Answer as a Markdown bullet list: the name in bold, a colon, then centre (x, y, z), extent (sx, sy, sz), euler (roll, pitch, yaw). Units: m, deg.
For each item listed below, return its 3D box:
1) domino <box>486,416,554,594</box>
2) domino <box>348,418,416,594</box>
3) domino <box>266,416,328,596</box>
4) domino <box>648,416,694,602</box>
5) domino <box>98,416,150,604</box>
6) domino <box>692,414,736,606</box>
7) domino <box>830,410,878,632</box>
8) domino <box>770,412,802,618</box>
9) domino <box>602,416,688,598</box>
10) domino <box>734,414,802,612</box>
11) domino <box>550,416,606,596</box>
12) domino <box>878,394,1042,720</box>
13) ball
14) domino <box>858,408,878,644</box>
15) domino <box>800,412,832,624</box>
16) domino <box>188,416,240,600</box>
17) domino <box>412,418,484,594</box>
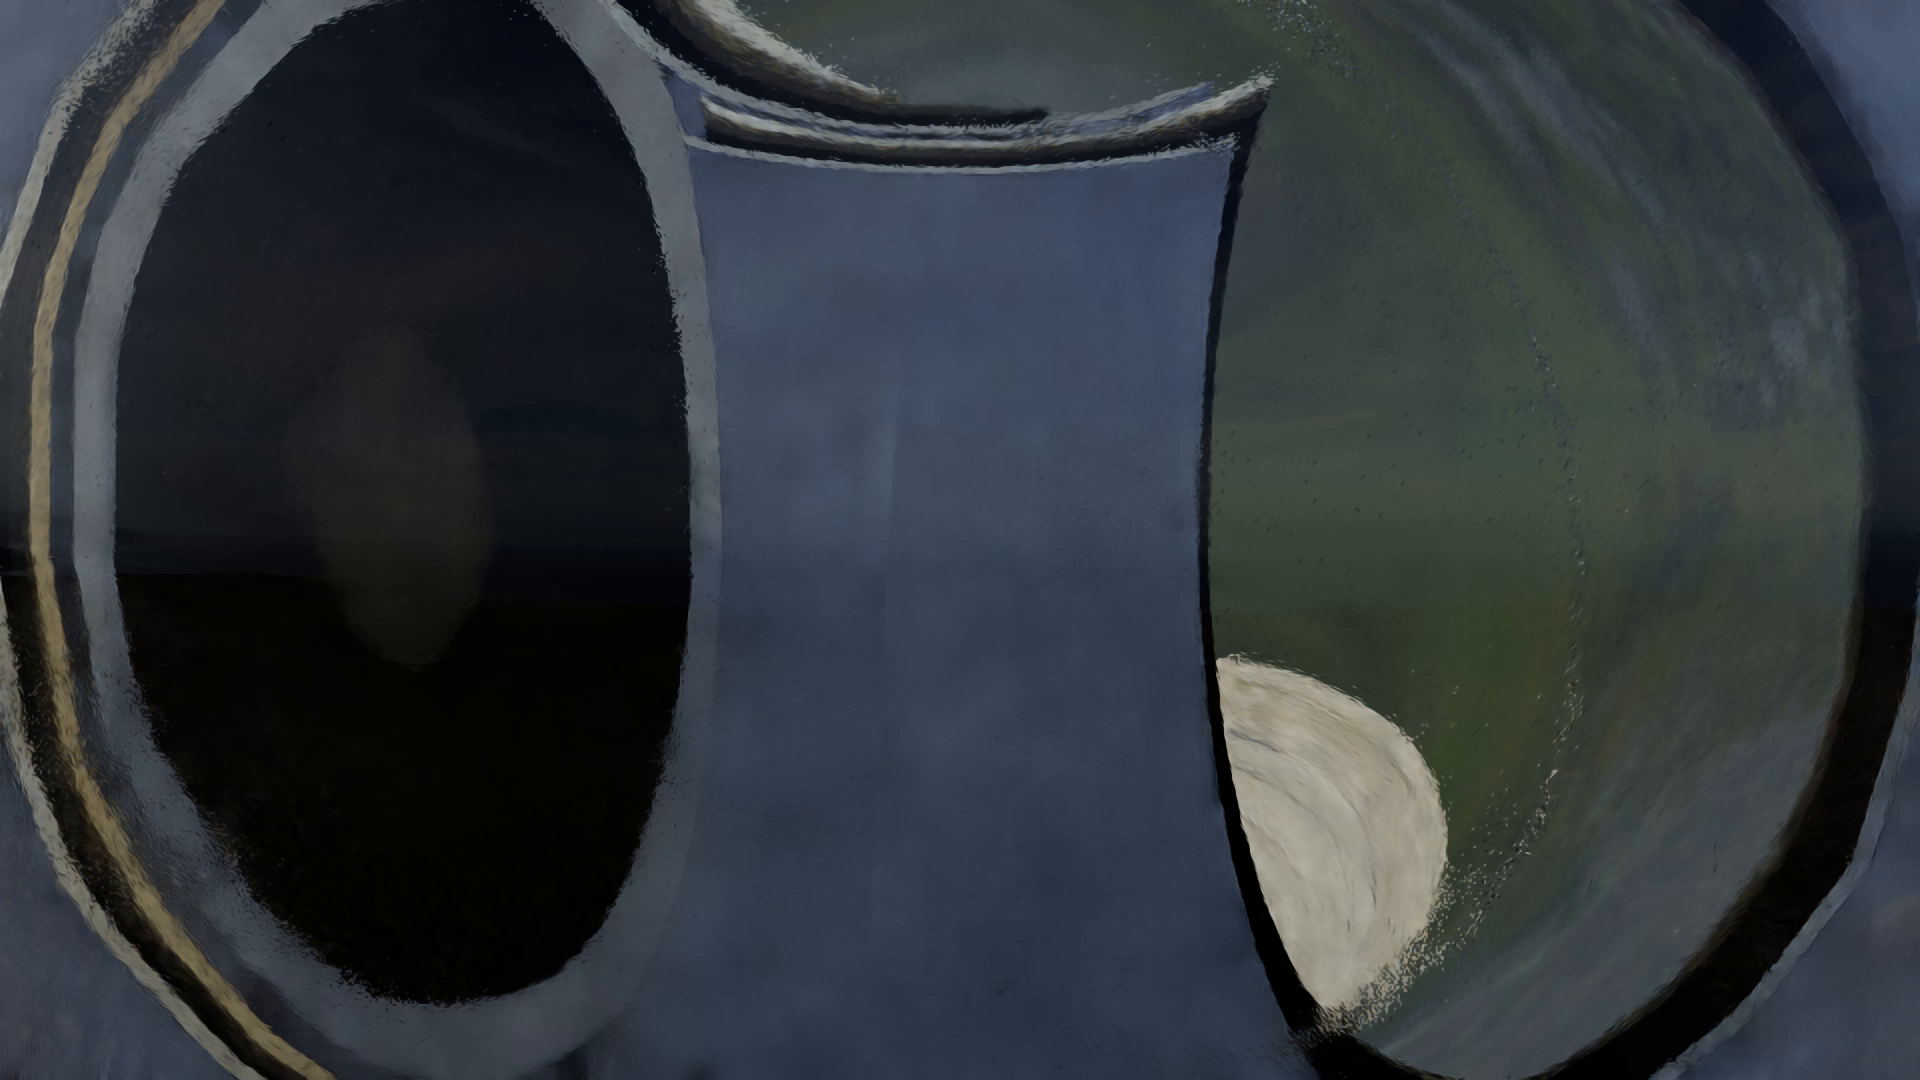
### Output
- **domino**: centre (-0.127, -0.011, 0.375), extent (0.009, 0.050, 0.025), euler (1, 4, 9)
- **domino**: centre (-0.169, -0.011, 0.375), extent (0.009, 0.050, 0.025), euler (-1, 4, -7)
- **domino**: centre (-0.191, -0.010, 0.371), extent (0.009, 0.050, 0.025), euler (-1, 4, -16)
- **domino**: centre (-0.074, -0.009, 0.356), extent (0.009, 0.050, 0.025), euler (2, 5, 30)
- **domino**: centre (-0.230, -0.009, 0.353), extent (0.009, 0.050, 0.025), euler (-3, 5, -32)
- **domino**: centre (-0.059, -0.008, 0.347), extent (0.009, 0.050, 0.025), euler (3, 5, 36)
- **domino**: centre (-0.016, -0.005, 0.297), extent (0.025, 0.050, 0.009), euler (-2, 5, -28)
- **domino**: centre (-0.034, -0.007, 0.324), extent (0.025, 0.050, 0.009), euler (-4, 6, -40)
- **domino**: centre (-0.089, -0.010, 0.364), extent (0.010, 0.050, 0.025), euler (2, 5, 24)
- **domino**: centre (-0.046, -0.008, 0.335), extent (0.009, 0.050, 0.025), euler (4, 6, 43)
- **domino**: centre (-0.106, -0.010, 0.370), extent (0.010, 0.050, 0.025), euler (1, 4, 17)
- **domino**: centre (0.000, 0.002, 0.201), extent (0.025, 0.050, 0.009), euler (0, 4, 0)
- **ball**: centre (0.000, -0.002, 0.056), extent (0.080, 0.080, 0.080), euler (0, 4, 0)
- **domino**: centre (-0.009, -0.004, 0.282), extent (0.025, 0.050, 0.010), euler (-2, 5, -22)
- **domino**: centre (-0.025, -0.006, 0.312), extent (0.025, 0.050, 0.009), euler (-3, 5, -35)
- **domino**: centre (-0.211, -0.010, 0.364), extent (0.010, 0.050, 0.025), euler (-2, 5, -27)
- **domino**: centre (-0.150, -0.011, 0.377), extent (0.009, 0.050, 0.025), euler (0, 4, 0)
